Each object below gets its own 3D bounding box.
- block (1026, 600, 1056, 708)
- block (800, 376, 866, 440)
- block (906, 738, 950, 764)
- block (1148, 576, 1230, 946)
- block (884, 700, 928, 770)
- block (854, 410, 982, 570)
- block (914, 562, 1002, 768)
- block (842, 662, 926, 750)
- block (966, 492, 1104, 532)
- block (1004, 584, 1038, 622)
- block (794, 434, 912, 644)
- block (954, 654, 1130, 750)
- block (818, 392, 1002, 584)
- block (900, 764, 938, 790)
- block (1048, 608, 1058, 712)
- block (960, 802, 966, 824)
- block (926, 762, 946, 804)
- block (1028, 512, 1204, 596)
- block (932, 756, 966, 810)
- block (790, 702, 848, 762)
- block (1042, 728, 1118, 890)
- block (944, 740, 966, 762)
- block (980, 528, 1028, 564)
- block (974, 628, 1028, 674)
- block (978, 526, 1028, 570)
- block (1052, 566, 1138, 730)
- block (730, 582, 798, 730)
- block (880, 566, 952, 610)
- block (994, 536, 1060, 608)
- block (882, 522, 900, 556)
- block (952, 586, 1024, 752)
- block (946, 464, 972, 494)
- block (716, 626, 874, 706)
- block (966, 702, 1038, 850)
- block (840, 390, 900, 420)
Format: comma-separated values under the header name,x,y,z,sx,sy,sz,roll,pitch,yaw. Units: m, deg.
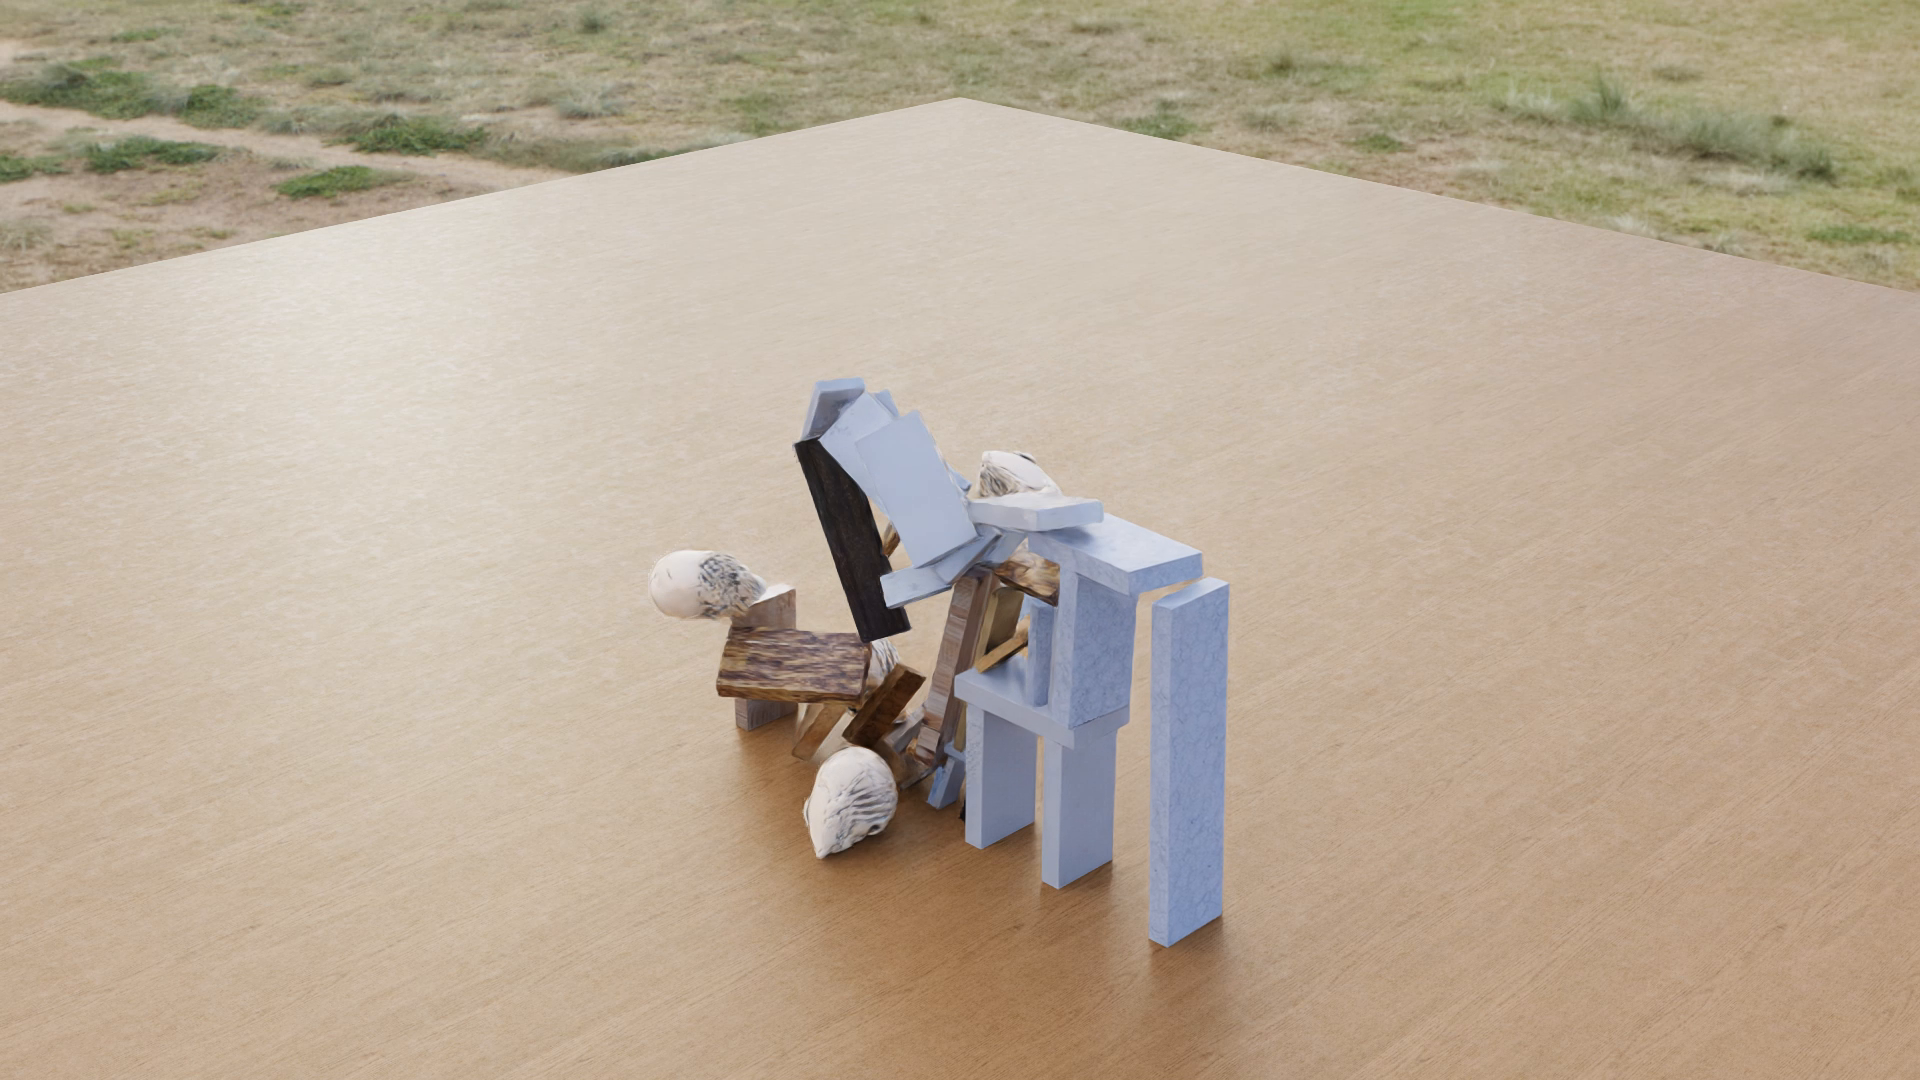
name,x,y,z,sx,sy,sz,roll,pitch,yaw
block,0.180,0.204,4.097,0.107,0.213,0.030,-11,29,-25
block,-0.259,-0.242,4.428,0.100,0.201,0.028,-8,51,-24
block,-0.060,0.430,4.473,0.092,0.013,0.046,16,22,8
block,0.410,0.403,3.951,0.158,0.670,0.045,-21,29,-41
block,-0.057,0.384,4.599,0.195,0.098,0.028,-43,42,-2
block,-0.080,-0.095,4.157,0.135,0.270,0.038,-28,-11,9
block,-0.001,0.242,4.390,0.042,0.412,0.147,21,23,18
block,-0.161,0.352,4.659,0.028,0.195,0.098,41,7,29
block,0.135,-0.053,4.013,0.135,0.038,0.270,-9,8,-26
block,0.119,0.135,4.849,0.293,0.042,0.147,-34,16,-25
block,-0.213,-0.007,4.375,0.100,0.424,0.028,-16,9,20
block,0.155,0.304,4.193,0.310,0.044,0.155,21,31,40
block,-0.097,-0.101,4.213,0.387,0.135,0.038,48,10,15
block,-0.085,0.488,4.518,0.046,0.013,0.092,-23,-10,-37
block,0.219,0.212,4.077,0.107,0.213,0.030,-18,32,-36
block,0.042,0.506,4.404,0.018,0.124,0.062,38,36,30
block,-0.044,0.490,4.488,0.013,0.092,0.046,21,26,7
block,0.273,0.020,3.919,0.158,0.045,0.316,-14,21,-28
block,-0.015,0.483,4.457,0.018,0.124,0.062,33,32,26
block,-0.271,0.335,4.572,0.042,0.293,0.147,25,55,-8
block,0.228,0.496,4.195,0.155,0.311,0.044,-21,31,-40
block,0.033,0.430,4.401,0.124,0.018,0.062,23,26,40
block,0.060,0.009,4.214,0.199,0.065,0.018,7,-1,10
block,0.099,0.205,4.212,0.076,0.022,0.152,-23,-10,-43
block,0.033,-0.011,4.279,0.237,0.103,0.029,17,2,25
block,0.249,0.177,4.029,0.158,0.316,0.045,-18,32,-37
block,-0.424,0.254,4.786,0.042,0.293,0.147,21,31,41
block,-0.085,0.082,4.226,0.130,0.018,0.065,-19,65,11
block,0.157,0.054,4.074,0.107,0.030,0.213,-47,27,-10
block,-0.119,-0.030,4.324,0.018,0.130,0.065,17,52,-14
block,0.057,0.253,4.333,0.076,0.365,0.022,-15,38,-44
block,-0.087,-0.146,4.432,0.207,0.029,0.103,39,42,20
block,-0.333,0.253,4.437,0.293,0.042,0.147,3,52,9
block,0.082,0.439,4.328,0.044,0.310,0.155,22,31,40
block,-0.148,-0.184,4.334,0.103,0.207,0.029,-24,-2,-29
